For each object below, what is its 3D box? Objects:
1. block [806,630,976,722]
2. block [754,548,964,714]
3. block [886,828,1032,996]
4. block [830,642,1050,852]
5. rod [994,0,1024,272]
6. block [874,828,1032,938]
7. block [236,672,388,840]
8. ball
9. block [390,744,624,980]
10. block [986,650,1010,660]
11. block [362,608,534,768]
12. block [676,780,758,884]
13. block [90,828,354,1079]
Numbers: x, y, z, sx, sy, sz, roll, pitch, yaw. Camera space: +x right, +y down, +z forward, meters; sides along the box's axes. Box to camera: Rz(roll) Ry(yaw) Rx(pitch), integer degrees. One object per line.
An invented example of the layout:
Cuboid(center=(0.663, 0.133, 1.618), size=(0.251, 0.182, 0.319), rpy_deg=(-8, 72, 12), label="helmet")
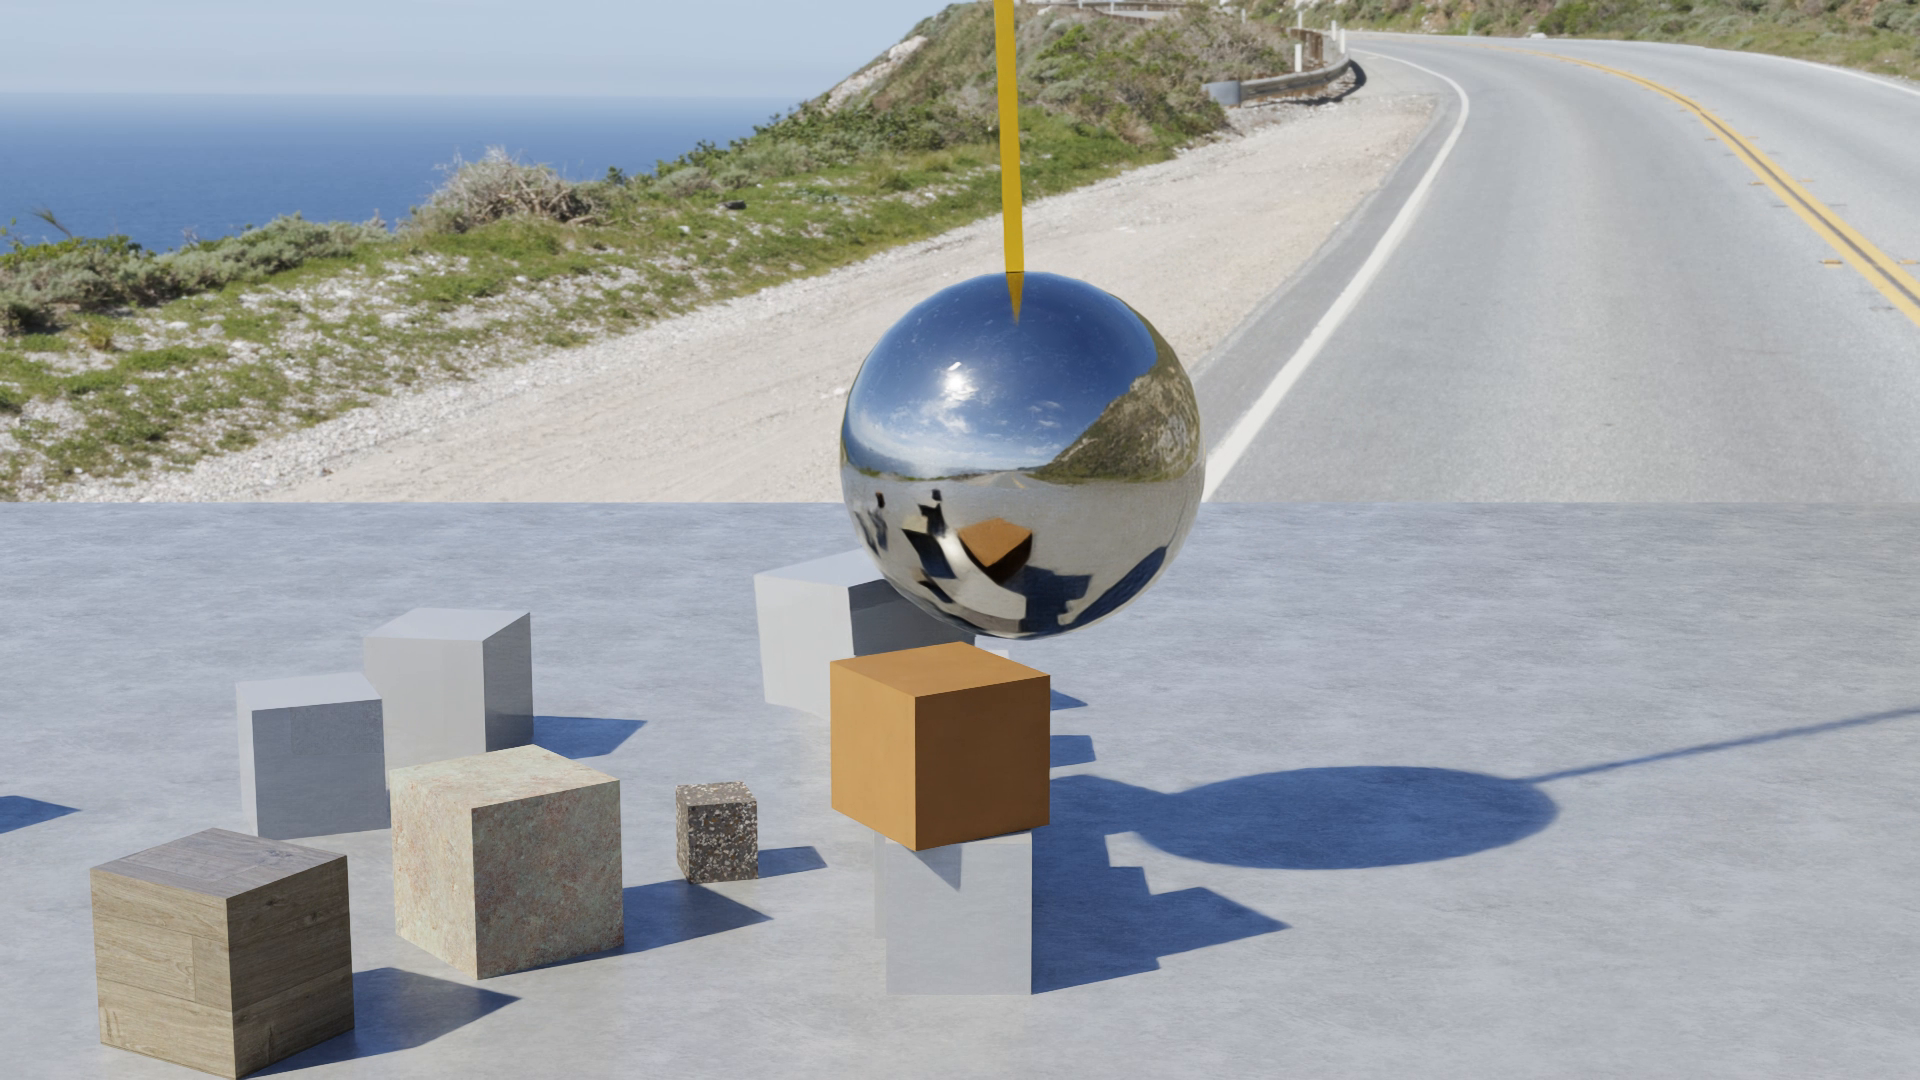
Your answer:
Cuboid(center=(-0.421, 0.582, 14.193), size=(0.705, 0.777, 0.804), rpy_deg=(-6, 12, -28), label="block")
Cuboid(center=(-0.456, 0.421, 11.808), size=(0.670, 0.607, 0.655), rpy_deg=(-14, 14, -42), label="block")
Cuboid(center=(-0.005, 1.399, 10.174), size=(0.560, 0.608, 0.658), rpy_deg=(0, 10, 0), label="block")
Cuboid(center=(-0.082, 0.795, 10.068), size=(0.613, 0.603, 0.643), rpy_deg=(-7, 14, -32), label="block")
Cuboid(center=(0.117, -3.707, 10.506), size=(0.080, 5.200, 0.080), rpy_deg=(-3, 10, 0), label="rod")
Cuboid(center=(-0.033, 1.272, 10.832), size=(0.649, 0.622, 0.671), rpy_deg=(0, 10, -1), label="block")
Cuboid(center=(-3.085, 1.021, 12.194), size=(0.593, 0.629, 0.605), rpy_deg=(-4, 11, -22), label="block")
Cuboid(center=(0.270, -0.365, 11.114), size=(1.600, 1.600, 1.600), rpy_deg=(0, 10, 0), label="ball")
Cuboid(center=(-1.852, 1.297, 10.477), size=(0.665, 0.699, 0.710), rpy_deg=(-8, 13, -38), label="block")
Cuboid(center=(0.006, 0.883, 13.241), size=(0.498, 0.524, 0.532), rpy_deg=(0, 10, -1), label="block")
Cuboid(center=(-2.666, 0.770, 13.431), size=(0.637, 0.679, 0.731), rpy_deg=(2, 10, 9), label="block")
Cuboid(center=(-1.084, 1.300, 11.420), size=(0.306, 0.357, 0.339), rpy_deg=(-3, 11, -15), label="block")
Cuboid(center=(-2.702, 1.503, 9.421), size=(0.689, 0.671, 0.592), rpy_deg=(6, 12, 30), label="block")
